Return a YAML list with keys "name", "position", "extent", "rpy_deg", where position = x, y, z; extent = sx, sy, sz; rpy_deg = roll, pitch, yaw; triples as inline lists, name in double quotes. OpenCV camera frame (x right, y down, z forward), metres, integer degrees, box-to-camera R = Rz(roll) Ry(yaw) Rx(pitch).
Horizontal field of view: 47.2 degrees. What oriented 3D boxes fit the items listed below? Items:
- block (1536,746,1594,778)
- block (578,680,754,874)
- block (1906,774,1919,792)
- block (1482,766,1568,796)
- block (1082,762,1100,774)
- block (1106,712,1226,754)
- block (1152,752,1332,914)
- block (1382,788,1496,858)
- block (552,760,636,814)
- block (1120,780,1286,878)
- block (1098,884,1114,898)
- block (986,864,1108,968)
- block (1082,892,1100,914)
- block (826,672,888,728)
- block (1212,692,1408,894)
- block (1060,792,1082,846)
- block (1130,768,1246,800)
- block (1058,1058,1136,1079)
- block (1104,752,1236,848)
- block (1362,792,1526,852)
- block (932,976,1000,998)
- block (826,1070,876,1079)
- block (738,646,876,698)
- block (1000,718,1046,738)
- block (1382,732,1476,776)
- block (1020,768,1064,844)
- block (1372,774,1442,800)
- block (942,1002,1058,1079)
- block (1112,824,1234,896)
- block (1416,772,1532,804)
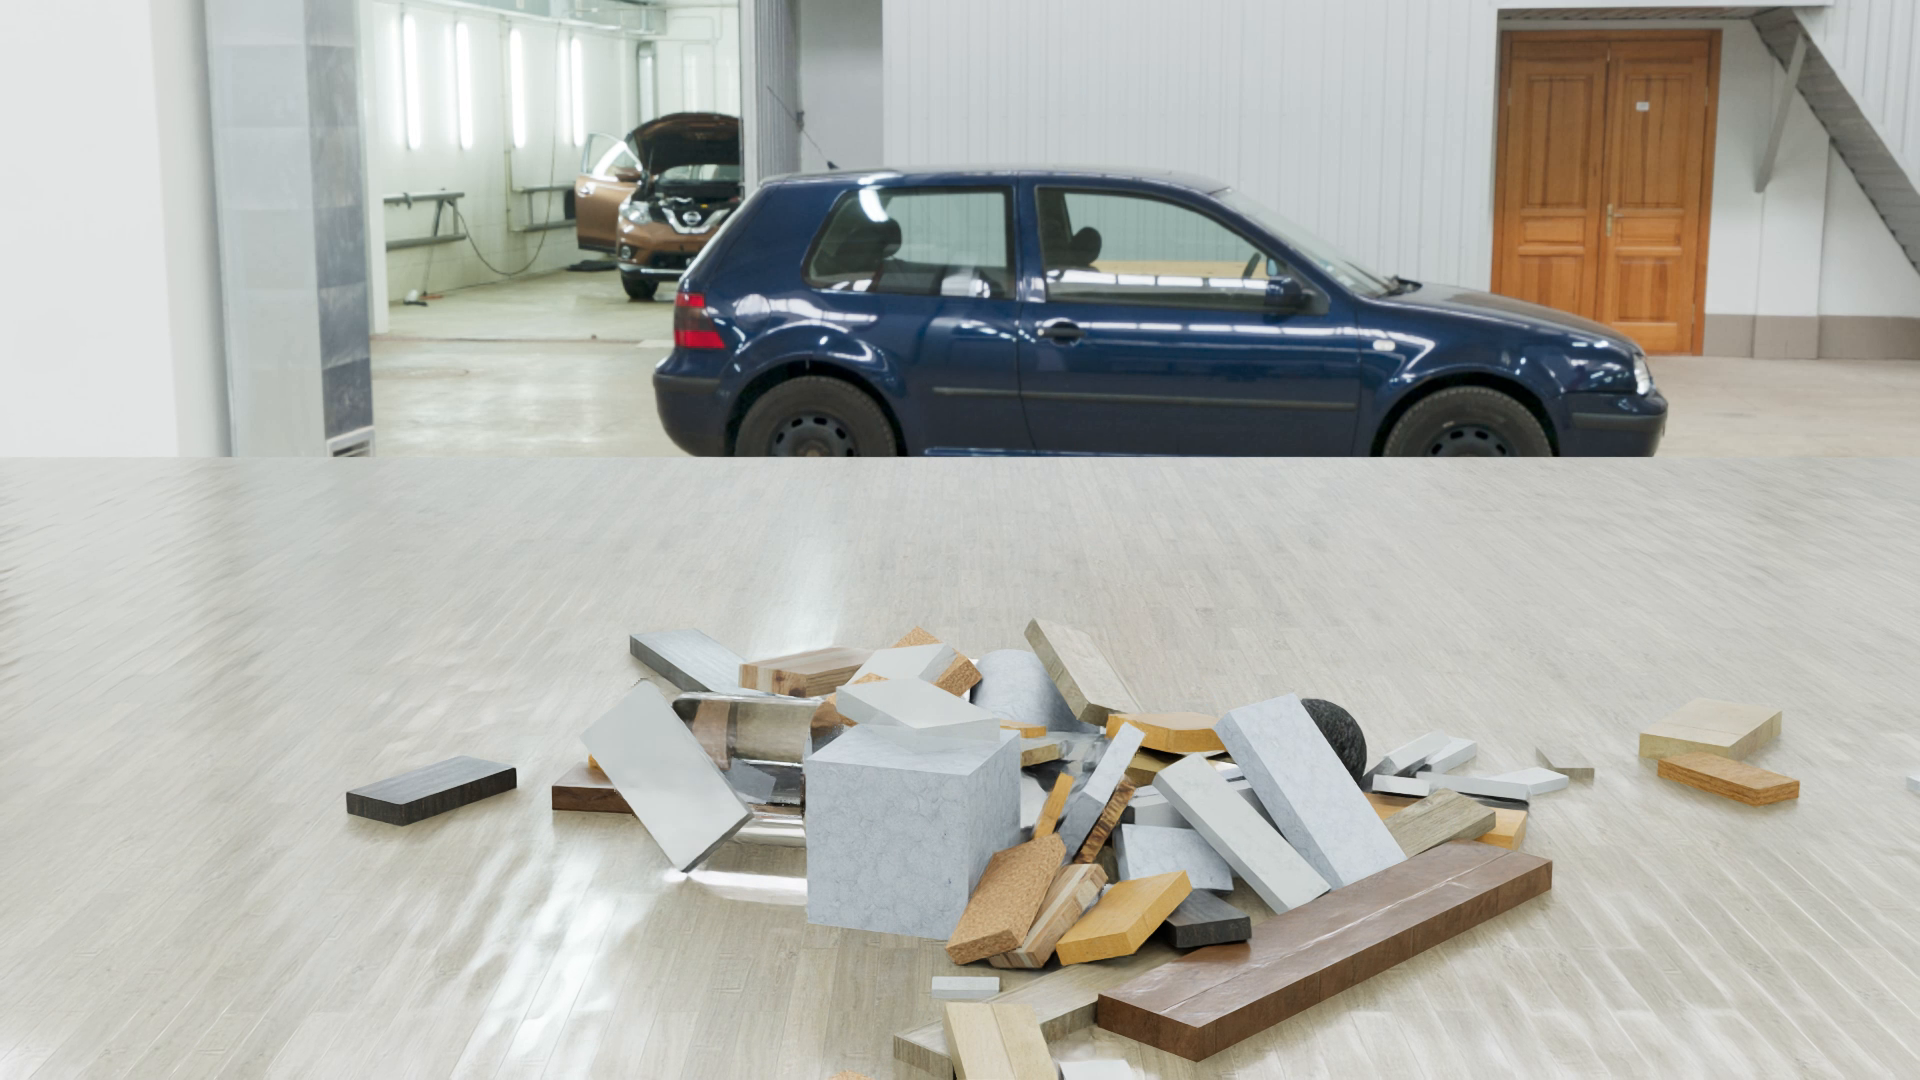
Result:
- name: "block"
  position: [1.209, 0.444, 4.396]
  extent: [0.078, 0.022, 0.156]
  rpy_deg: [0, 11, 1]
- name: "block"
  position: [-0.507, 0.407, 3.790]
  extent: [0.153, 0.306, 0.043]
  rpy_deg: [-41, -18, 1]
- name: "block"
  position: [1.892, 0.480, 4.200]
  extent: [0.078, 0.022, 0.156]
  rpy_deg: [-3, 11, -15]
- name: "block"
  position: [1.093, 0.470, 4.253]
  extent: [0.156, 0.022, 0.078]
  rpy_deg: [-7, 12, -32]
- name: "block"
  position: [0.354, 0.448, 4.179]
  extent: [0.120, 0.034, 0.239]
  rpy_deg: [-7, 13, -35]
- name: "block"
  position: [0.416, 0.357, 4.085]
  extent: [0.147, 0.042, 0.294]
  rpy_deg: [10, 4, 38]
- name: "block"
  position: [0.463, 0.486, 3.625]
  extent: [0.101, 0.029, 0.324]
  rpy_deg: [-22, 56, -39]
- name: "block"
  position: [0.810, 0.509, 3.838]
  extent: [0.234, 0.033, 0.117]
  rpy_deg: [-21, 28, -30]
- name: "block"
  position: [-0.586, 0.472, 4.172]
  extent: [0.335, 0.047, 0.167]
  rpy_deg: [2, 11, 9]
- name: "block"
  position: [0.414, 0.500, 3.727]
  extent: [0.310, 0.155, 0.044]
  rpy_deg: [-6, 12, -28]
- name: "block"
  position: [0.290, 0.586, 3.552]
  extent: [0.130, 0.018, 0.065]
  rpy_deg: [12, 14, -5]
- name: "block"
  position: [0.133, 0.575, 3.371]
  extent: [0.102, 0.029, 0.203]
  rpy_deg: [-11, 26, 44]
- name: "block"
  position: [0.225, 0.593, 3.600]
  extent: [0.130, 0.018, 0.065]
  rpy_deg: [3, 11, 16]
- name: "block"
  position: [-0.133, 0.328, 4.219]
  extent: [0.127, 0.036, 0.254]
  rpy_deg: [-30, 31, -35]
- name: "block"
  position: [0.596, 0.433, 3.737]
  extent: [0.178, 0.050, 0.356]
  rpy_deg: [-10, 58, -43]
- name: "block"
  position: [0.247, 0.490, 3.942]
  extent: [0.027, 0.095, 0.191]
  rpy_deg: [15, 18, 37]
- name: "block"
  position: [0.419, 0.487, 3.798]
  extent: [0.310, 0.155, 0.044]
  rpy_deg: [-7, 13, -33]
- name: "block"
  position: [0.189, 0.727, 2.861]
  extent: [0.091, 0.026, 0.182]
  rpy_deg: [-1, 11, -7]
- name: "block"
  position: [0.404, 0.469, 4.034]
  extent: [0.391, 0.105, 0.030]
  rpy_deg: [-9, 14, -42]
- name: "block"
  position: [0.850, 0.514, 3.961]
  extent: [0.310, 0.044, 0.155]
  rpy_deg: [4, 11, 22]
- name: "block"
  position: [0.008, 0.661, 3.247]
  extent: [0.099, 0.014, 0.050]
  rpy_deg: [0, 11, 1]
- name: "block"
  position: [-0.129, 0.726, 2.901]
  extent: [0.099, 0.014, 0.050]
  rpy_deg: [8, 13, 38]
- name: "block"
  position: [-0.292, 0.279, 4.690]
  extent: [0.176, 0.050, 0.352]
  rpy_deg: [7, 8, 33]
- name: "block"
  position: [0.093, 0.354, 4.135]
  extent: [0.066, 0.019, 0.131]
  rpy_deg: [0, 3, -40]
- name: "block"
  position: [0.947, 0.434, 4.428]
  extent: [0.105, 0.030, 0.211]
  rpy_deg: [8, 13, 36]
- name: "block"
  position: [0.090, 0.476, 3.886]
  extent: [0.129, 0.037, 0.258]
  rpy_deg: [-12, 16, -11]
- name: "block"
  position: [0.834, 0.464, 4.068]
  extent: [0.101, 0.029, 0.202]
  rpy_deg: [4, -10, 23]
- name: "block"
  position: [0.056, 0.691, 2.908]
  extent: [0.122, 0.035, 0.244]
  rpy_deg: [4, 18, -11]
- name: "block"
  position: [0.351, 0.528, 3.622]
  extent: [0.203, 0.102, 0.029]
  rpy_deg: [9, -32, -28]
- name: "block"
  position: [0.968, 0.467, 4.142]
  extent: [0.202, 0.029, 0.101]
  rpy_deg: [5, -10, 20]
